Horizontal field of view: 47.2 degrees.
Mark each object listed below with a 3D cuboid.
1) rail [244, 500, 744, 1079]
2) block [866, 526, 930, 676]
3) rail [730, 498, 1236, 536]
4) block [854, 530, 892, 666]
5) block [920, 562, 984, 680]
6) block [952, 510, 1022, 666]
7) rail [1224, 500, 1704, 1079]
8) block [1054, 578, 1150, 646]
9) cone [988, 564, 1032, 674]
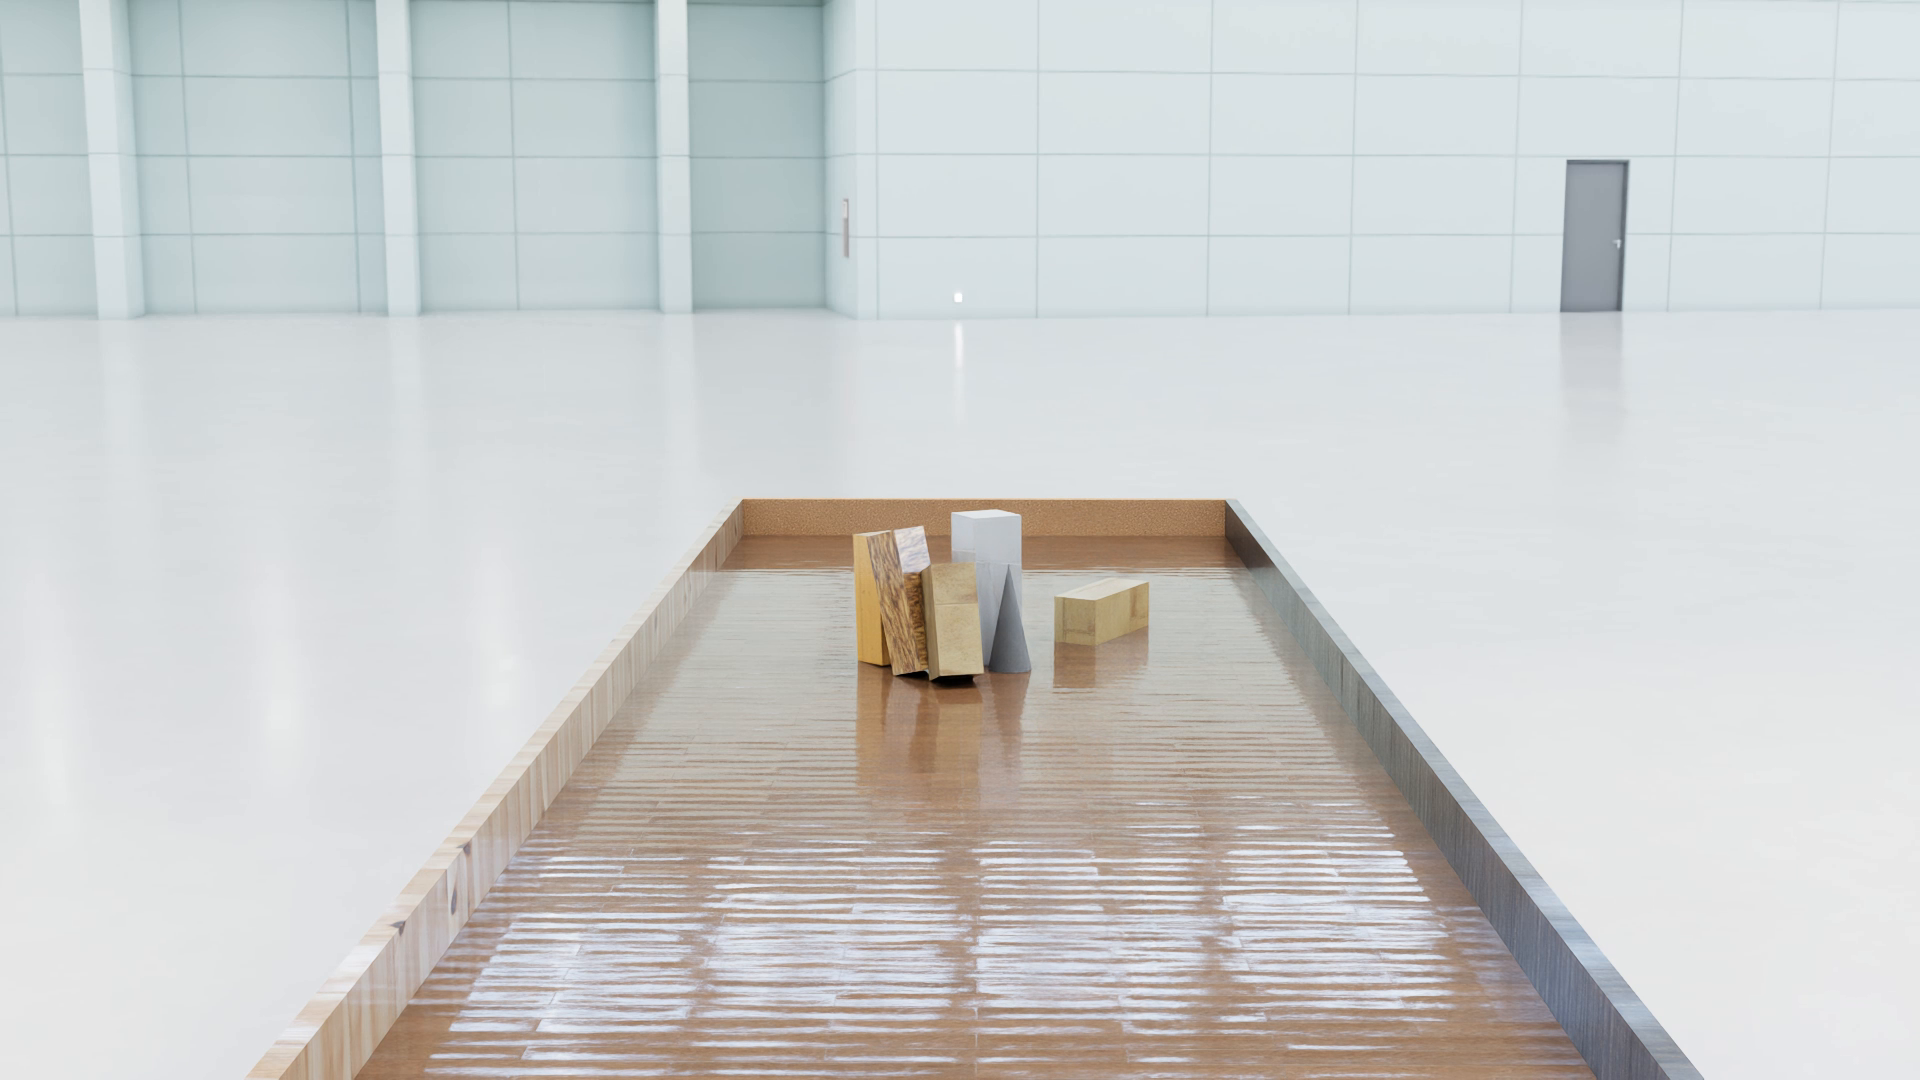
[{"bbox_3d":[-1.004,0.839,3.234,0.050,0.150,12.000,0,9,1],"label":"rail"},{"bbox_3d":[-0.153,0.179,6.495,0.121,0.417,0.121,-13,-2,43],"label":"block"},{"bbox_3d":[0.099,-0.098,9.147,2.100,0.150,0.050,0,9,1],"label":"rail"},{"bbox_3d":[-0.226,0.173,6.661,0.130,0.386,0.130,-7,8,-36],"label":"block"},{"bbox_3d":[-0.024,0.238,6.394,0.130,0.324,0.130,-2,-10,-15],"label":"block"},{"bbox_3d":[0.081,0.143,6.671,0.156,0.447,0.156,-5,9,-27],"label":"block"},{"bbox_3d":[1.046,0.843,3.208,0.050,0.150,12.000,0,9,1],"label":"rail"},{"bbox_3d":[0.460,0.229,7.102,0.145,0.145,0.392,5,10,30],"label":"block"},{"bbox_3d":[0.147,0.225,6.551,0.130,0.323,0.130,-1,9,0],"label":"cone"}]
